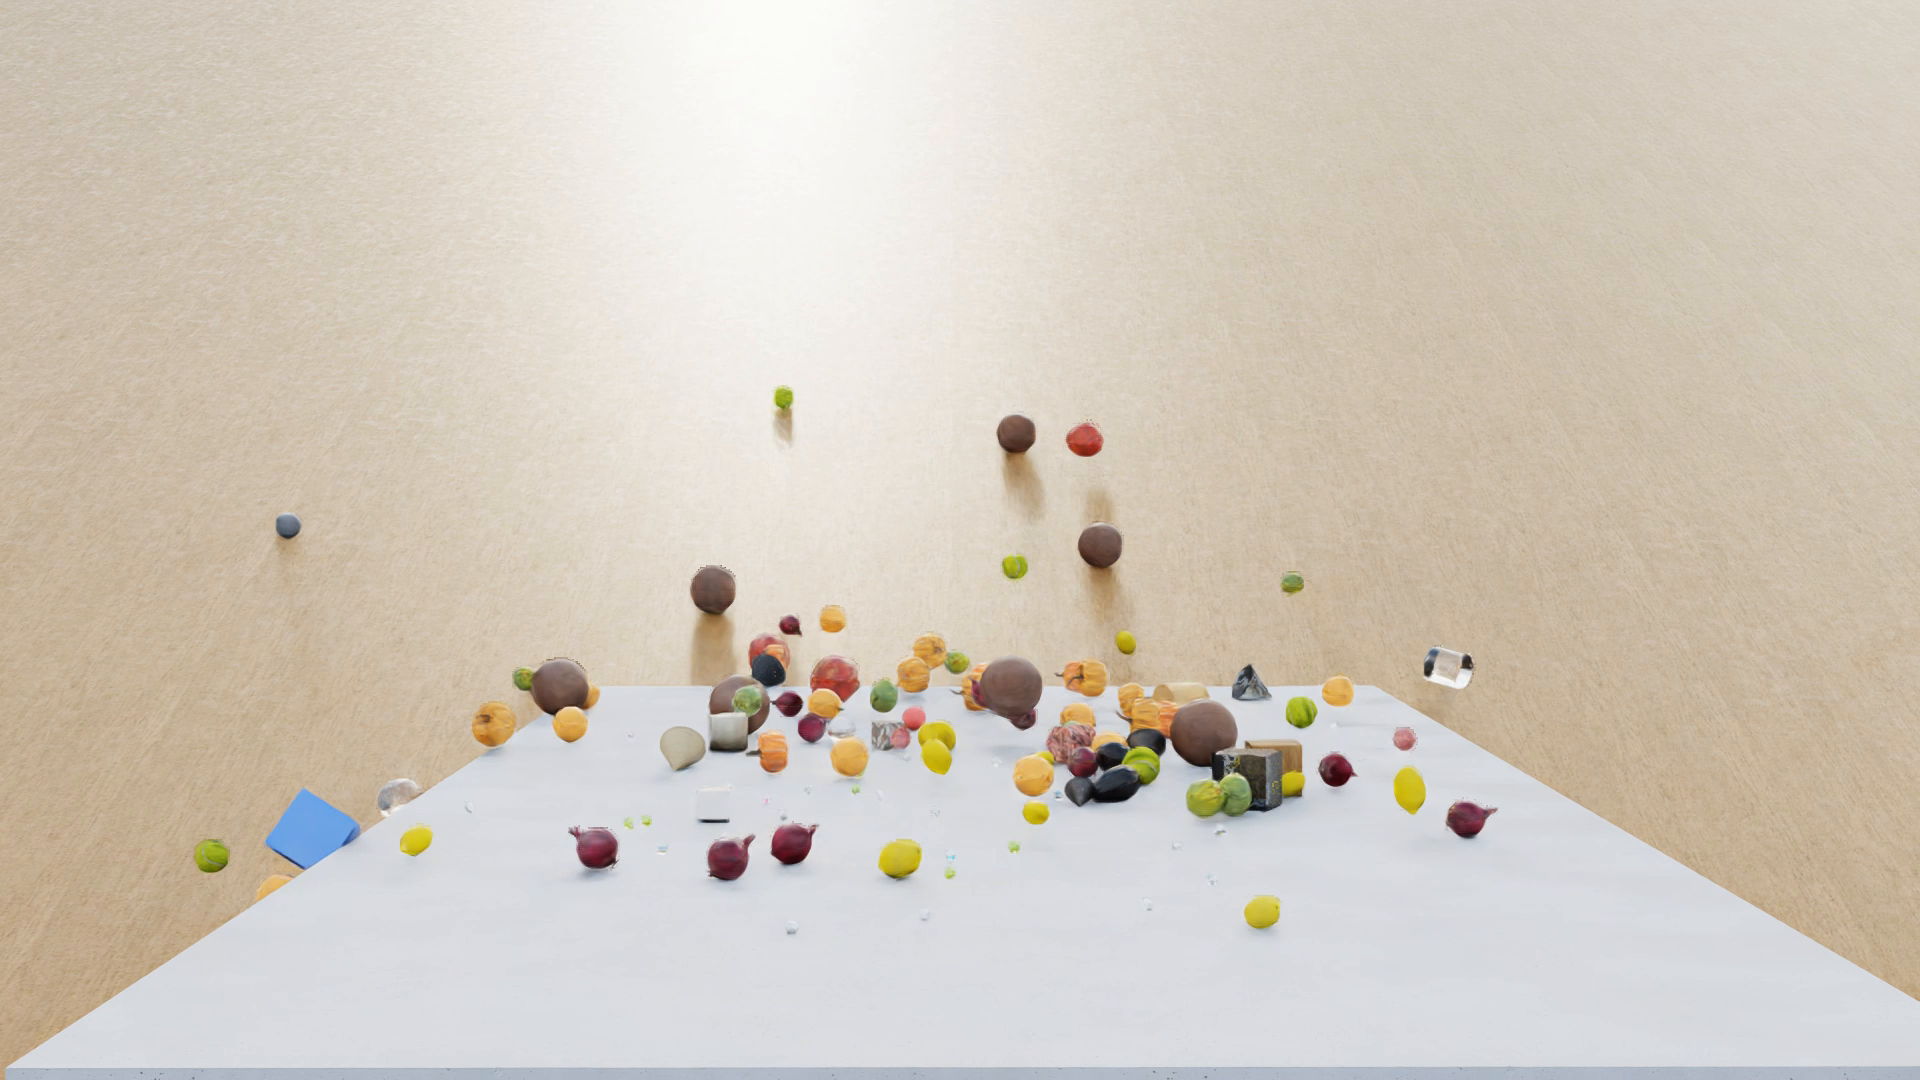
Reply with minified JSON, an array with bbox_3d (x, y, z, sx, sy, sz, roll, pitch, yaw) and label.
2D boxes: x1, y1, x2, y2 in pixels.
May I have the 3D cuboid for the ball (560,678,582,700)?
[{"bbox_3d":[-0.933,0.358,6.184,0.054,0.054,0.054,0,24,0],"label":"ball"}]

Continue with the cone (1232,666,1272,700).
[{"bbox_3d":[0.717,0.362,6.208,0.091,0.091,0.091,27,18,-16],"label":"cone"}]

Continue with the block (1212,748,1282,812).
[{"bbox_3d":[0.487,0.405,4.362,0.094,0.094,0.094,1,2,24],"label":"block"}]

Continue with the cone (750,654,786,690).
[{"bbox_3d":[-0.503,0.352,6.457,0.098,0.098,0.098,11,33,23],"label":"cone"}]

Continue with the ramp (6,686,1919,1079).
[{"bbox_3d":[0.055,0.496,4.544,2.000,0.100,4.000,0,2,0],"label":"ramp"}]

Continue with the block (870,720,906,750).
[{"bbox_3d":[-0.144,0.394,5.210,0.053,0.053,0.053,-1,3,-32],"label":"block"}]

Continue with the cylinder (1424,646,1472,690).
[{"bbox_3d":[1.269,0.333,6.699,0.093,0.093,0.093,16,28,39],"label":"cylinder"}]

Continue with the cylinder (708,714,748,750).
[{"bbox_3d":[-0.466,0.385,5.162,0.074,0.074,0.074,0,24,-11],"label":"cylinder"}]

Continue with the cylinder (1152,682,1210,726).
[{"bbox_3d":[0.481,0.357,5.598,0.092,0.092,0.092,-1,22,-27],"label":"cylinder"}]

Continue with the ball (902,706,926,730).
[{"bbox_3d":[-0.098,0.383,5.529,0.051,0.051,0.051,0,24,0],"label":"ball"}]

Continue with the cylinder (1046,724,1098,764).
[{"bbox_3d":[0.217,0.393,4.972,0.071,0.071,0.071,-2,18,-46],"label":"cylinder"}]

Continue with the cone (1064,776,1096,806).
[{"bbox_3d":[0.204,0.440,4.380,0.053,0.053,0.053,1,29,1],"label":"cone"}]

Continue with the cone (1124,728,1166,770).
[{"bbox_3d":[0.356,0.414,4.889,0.082,0.082,0.082,-1,29,-2],"label":"cone"}]

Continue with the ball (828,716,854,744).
[{"bbox_3d":[-0.243,0.390,5.271,0.056,0.056,0.056,0,24,0],"label":"ball"}]

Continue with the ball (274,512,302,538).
[{"bbox_3d":[-1.986,-0.042,7.611,0.076,0.076,0.076,0,24,0],"label":"ball"}]

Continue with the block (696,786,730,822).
[{"bbox_3d":[-0.404,0.432,4.218,0.052,0.052,0.052,0,2,-5],"label":"block"}]

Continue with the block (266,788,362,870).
[{"bbox_3d":[-0.998,0.457,3.977,0.099,0.099,0.099,33,-16,-1],"label":"block"}]

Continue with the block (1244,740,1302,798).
[{"bbox_3d":[0.551,0.401,4.526,0.090,0.090,0.090,0,2,0],"label":"block"}]

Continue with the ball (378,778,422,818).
[{"bbox_3d":[-1.009,0.472,4.652,0.081,0.081,0.081,0,24,0],"label":"ball"}]
